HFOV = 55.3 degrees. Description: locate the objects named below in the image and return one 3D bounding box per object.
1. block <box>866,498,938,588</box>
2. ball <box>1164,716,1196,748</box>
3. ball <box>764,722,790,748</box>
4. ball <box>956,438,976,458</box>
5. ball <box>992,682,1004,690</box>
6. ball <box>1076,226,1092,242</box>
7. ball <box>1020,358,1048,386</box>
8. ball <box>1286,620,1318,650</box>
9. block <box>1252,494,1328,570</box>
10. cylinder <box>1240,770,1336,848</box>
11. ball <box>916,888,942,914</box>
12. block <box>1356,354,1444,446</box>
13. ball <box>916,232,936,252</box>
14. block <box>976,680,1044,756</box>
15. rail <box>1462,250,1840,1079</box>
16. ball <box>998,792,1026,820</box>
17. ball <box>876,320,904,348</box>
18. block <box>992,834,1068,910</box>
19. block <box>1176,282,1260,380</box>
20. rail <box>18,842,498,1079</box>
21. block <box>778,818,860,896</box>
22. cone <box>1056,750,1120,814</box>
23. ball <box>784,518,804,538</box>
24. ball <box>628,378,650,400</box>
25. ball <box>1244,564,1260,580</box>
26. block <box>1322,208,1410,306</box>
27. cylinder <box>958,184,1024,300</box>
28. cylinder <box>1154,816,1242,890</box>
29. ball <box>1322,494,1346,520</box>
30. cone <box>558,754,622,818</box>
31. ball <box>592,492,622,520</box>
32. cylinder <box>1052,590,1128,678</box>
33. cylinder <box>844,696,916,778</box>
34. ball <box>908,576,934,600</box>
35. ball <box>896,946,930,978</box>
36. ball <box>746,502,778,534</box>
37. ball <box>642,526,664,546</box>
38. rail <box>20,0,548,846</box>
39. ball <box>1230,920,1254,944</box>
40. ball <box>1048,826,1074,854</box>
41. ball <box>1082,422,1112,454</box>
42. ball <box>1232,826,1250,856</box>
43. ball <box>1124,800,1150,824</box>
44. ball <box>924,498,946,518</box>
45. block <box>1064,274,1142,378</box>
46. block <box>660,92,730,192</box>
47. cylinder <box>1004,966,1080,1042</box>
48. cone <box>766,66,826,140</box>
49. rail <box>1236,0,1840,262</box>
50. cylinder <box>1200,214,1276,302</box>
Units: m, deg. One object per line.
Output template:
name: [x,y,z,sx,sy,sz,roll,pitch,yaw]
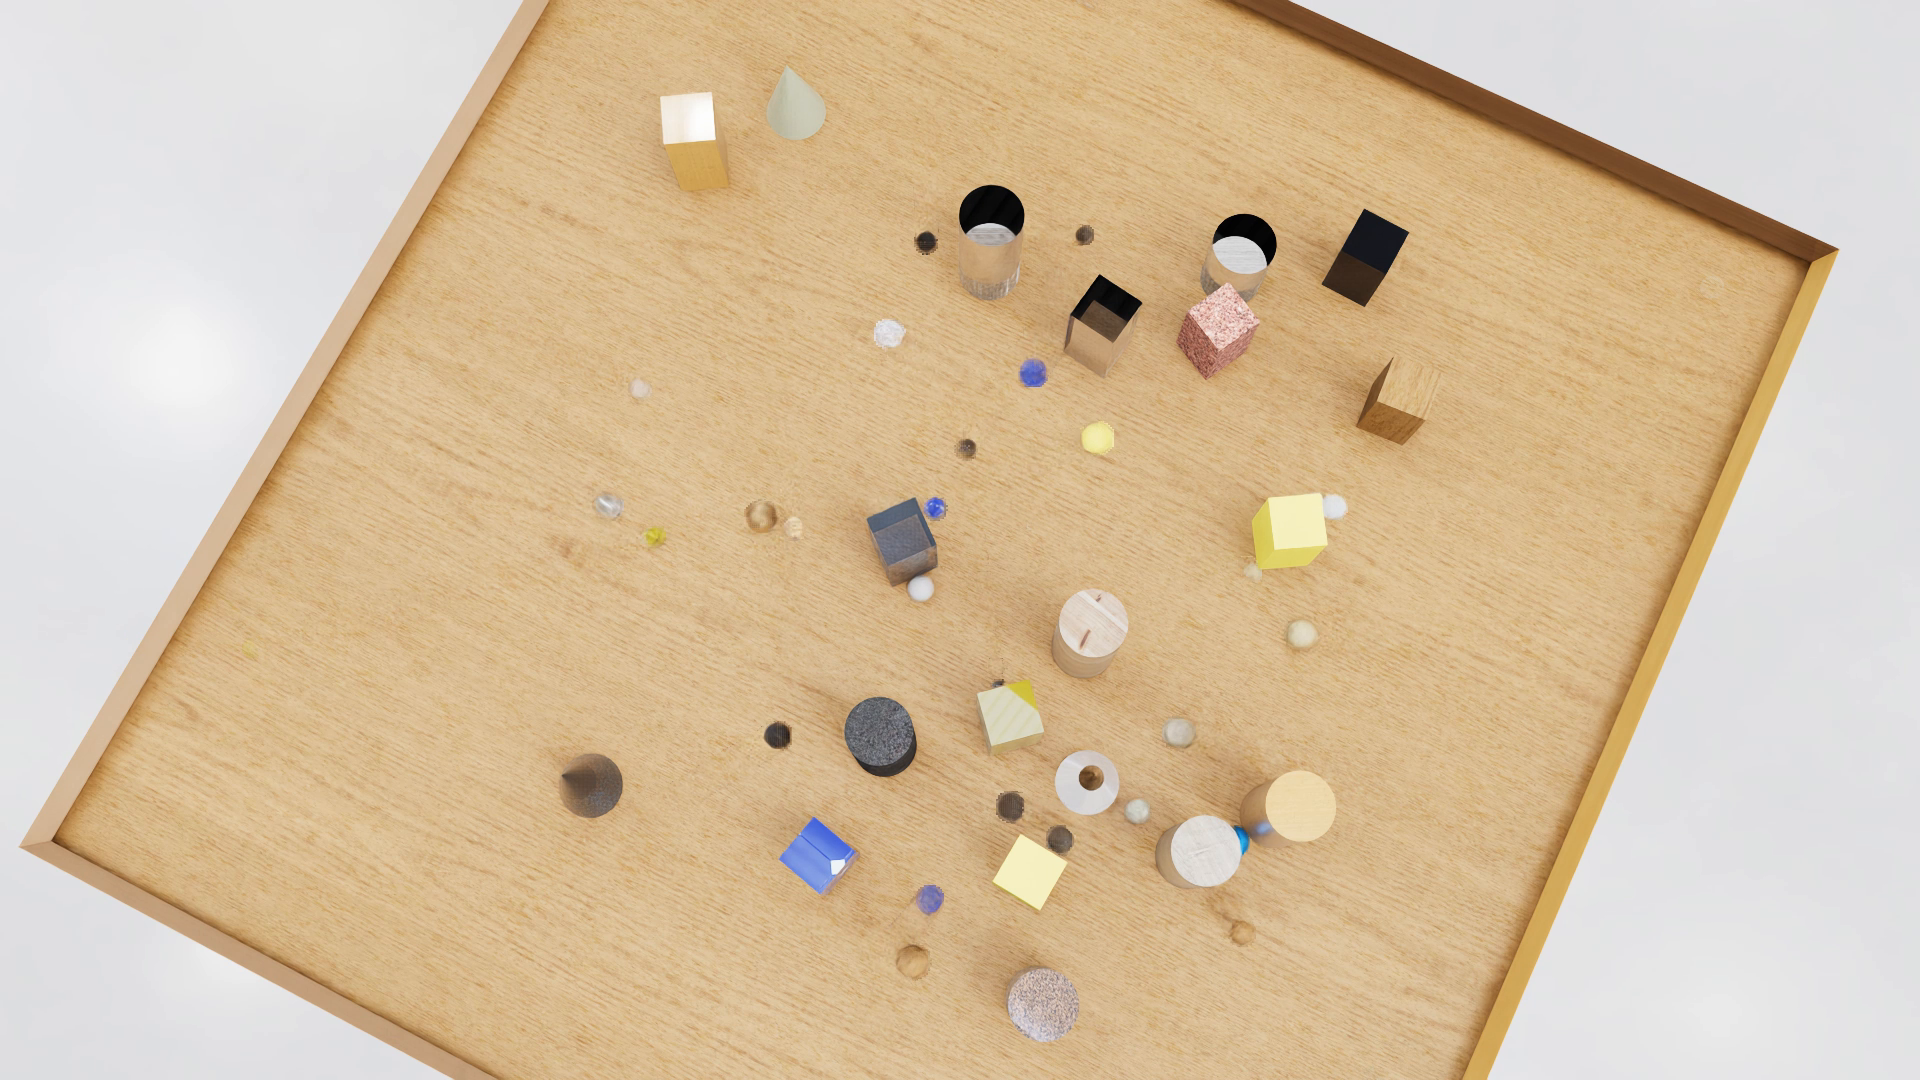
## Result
block: [-0.169,0.010,5.439,0.154,0.344,0.154,-24,79,-5]
ball: [0.654,0.573,5.450,0.094,0.094,0.094,0,78,0]
ball: [-0.543,0.582,5.456,0.078,0.078,0.078,0,78,0]
ball: [0.021,-0.282,5.644,0.061,0.061,0.061,0,78,0]
ball: [0.117,0.444,5.504,0.040,0.040,0.040,0,78,0]
ball: [0.392,-0.964,5.790,0.051,0.051,0.051,0,78,0]
ball: [0.227,-0.522,5.681,0.086,0.086,0.086,0,78,0]
ball: [1.028,0.284,5.511,0.091,0.091,0.091,0,78,0]
block: [0.979,-0.022,5.462,0.154,0.312,0.154,-5,78,-1]
cylinder: [0.927,0.772,5.216,0.192,0.472,0.192,0,78,0]
ball: [-0.090,1.054,5.359,0.077,0.077,0.077,0,78,0]
block: [1.329,-0.421,5.553,0.154,0.295,0.154,22,79,4]
ball: [-0.105,-0.940,5.778,0.064,0.064,0.064,0,78,0]
block: [0.143,0.521,5.336,0.154,0.338,0.154,-15,79,-3]
rail: [1.795,0.885,5.369,0.045,0.125,4.075,26,80,5]
ball: [0.151,0.787,5.412,0.082,0.082,0.082,0,78,0]
ball: [-0.219,-0.641,5.706,0.085,0.085,0.085,0,78,0]
block: [0.198,0.961,5.290,0.154,0.250,0.154,30,80,6]
block: [0.784,-0.634,5.592,0.154,0.305,0.154,-36,81,-7]
rail: [-0.901,1.770,5.185,4.060,0.125,0.045,26,80,5]
block: [-0.403,0.915,5.290,0.154,0.268,0.154,39,81,7]
cone: [0.380,0.691,5.310,0.192,0.320,0.192,0,78,0]
ball: [-0.506,-0.037,5.591,0.065,0.065,0.065,0,78,0]
ball: [-0.995,-0.468,5.680,0.065,0.065,0.065,0,78,0]
ball: [0.886,0.096,5.556,0.050,0.050,0.050,0,78,0]
block: [1.245,-0.865,5.642,0.154,0.301,0.154,29,80,6]
cylinder: [0.092,-0.896,5.562,0.192,0.470,0.192,0,78,0]
cylinder: [0.673,0.892,5.216,0.192,0.423,0.192,0,78,0]
ball: [1.139,-0.101,5.598,0.077,0.077,0.077,0,78,0]
cone: [-1.101,0.691,5.265,0.192,0.409,0.192,0,78,0]
ball: [-1.077,-0.106,5.594,0.086,0.086,0.086,0,78,0]
cylinder: [0.372,0.278,5.322,0.192,0.463,0.192,0,78,0]
cylinder: [-0.225,0.572,5.289,0.192,0.410,0.192,0,78,0]
ball: [-0.117,0.145,5.546,0.078,0.078,0.078,0,78,0]
ball: [-0.136,1.223,5.316,0.094,0.094,0.094,0,78,0]
ball: [-0.604,-0.069,5.582,0.096,0.096,0.096,0,78,0]
ball: [-0.936,-0.011,5.586,0.064,0.064,0.064,0,78,0]
rail: [-1.795,-0.872,5.732,0.045,0.125,4.075,26,80,5]
ball: [0.823,1.145,5.344,0.069,0.069,0.069,0,78,0]
ball: [0.297,0.883,5.394,0.077,0.077,0.077,0,78,0]
ball: [0.421,-0.313,5.633,0.095,0.095,0.095,0,78,0]
ball: [0.807,0.887,5.388,0.089,0.089,0.089,0,78,0]
ball: [0.522,0.803,5.413,0.073,0.073,0.073,0,78,0]
ball: [-0.077,-0.099,5.604,0.064,0.064,0.064,0,78,0]
block: [0.430,-0.644,5.565,0.154,0.363,0.154,34,80,7]
block: [-0.818,-1.232,5.686,0.154,0.363,0.154,-6,78,-1]
cylinder: [0.226,1.297,5.144,0.192,0.399,0.192,0,78,0]
cone: [-0.528,-1.412,5.738,0.192,0.335,0.192,0,78,0]
rail: [0.901,-1.757,5.915,4.060,0.125,0.045,26,80,5]
cylinder: [0.854,-0.858,5.642,0.192,0.299,0.192,0,78,0]
